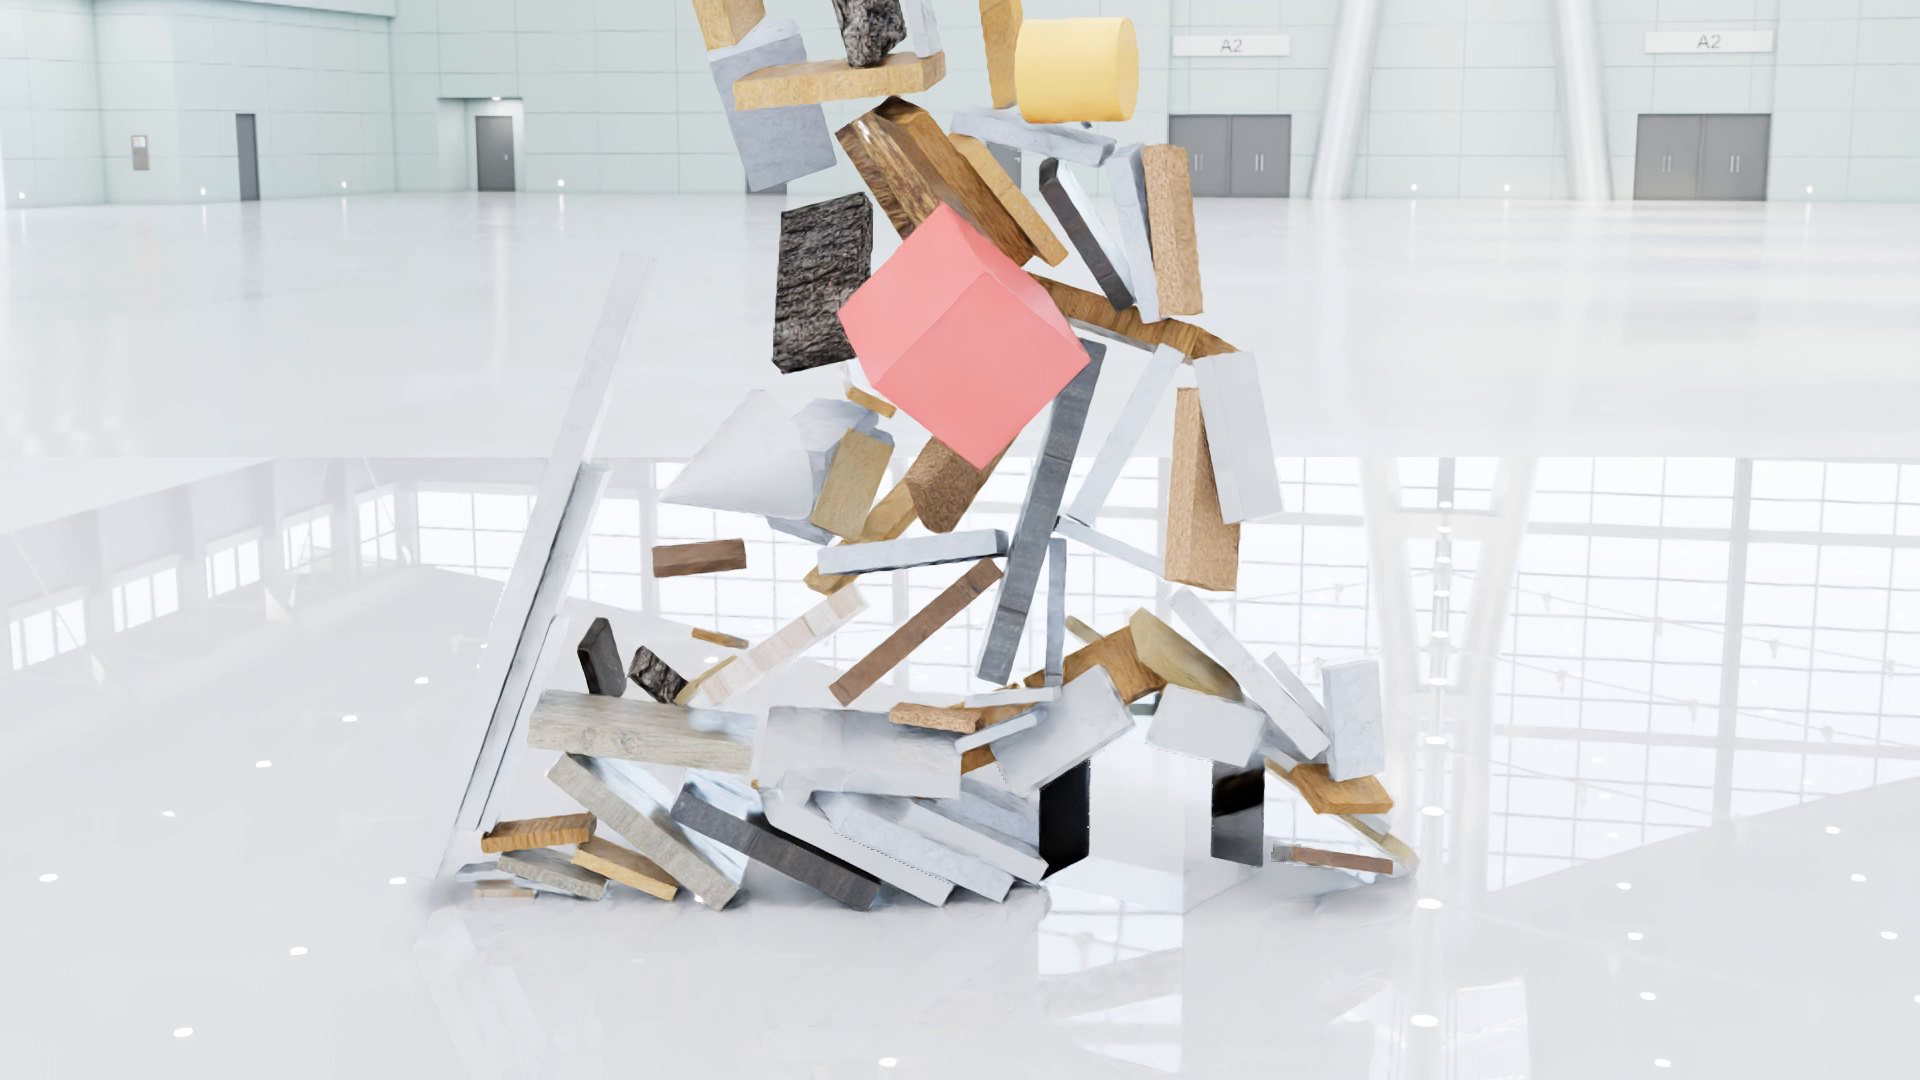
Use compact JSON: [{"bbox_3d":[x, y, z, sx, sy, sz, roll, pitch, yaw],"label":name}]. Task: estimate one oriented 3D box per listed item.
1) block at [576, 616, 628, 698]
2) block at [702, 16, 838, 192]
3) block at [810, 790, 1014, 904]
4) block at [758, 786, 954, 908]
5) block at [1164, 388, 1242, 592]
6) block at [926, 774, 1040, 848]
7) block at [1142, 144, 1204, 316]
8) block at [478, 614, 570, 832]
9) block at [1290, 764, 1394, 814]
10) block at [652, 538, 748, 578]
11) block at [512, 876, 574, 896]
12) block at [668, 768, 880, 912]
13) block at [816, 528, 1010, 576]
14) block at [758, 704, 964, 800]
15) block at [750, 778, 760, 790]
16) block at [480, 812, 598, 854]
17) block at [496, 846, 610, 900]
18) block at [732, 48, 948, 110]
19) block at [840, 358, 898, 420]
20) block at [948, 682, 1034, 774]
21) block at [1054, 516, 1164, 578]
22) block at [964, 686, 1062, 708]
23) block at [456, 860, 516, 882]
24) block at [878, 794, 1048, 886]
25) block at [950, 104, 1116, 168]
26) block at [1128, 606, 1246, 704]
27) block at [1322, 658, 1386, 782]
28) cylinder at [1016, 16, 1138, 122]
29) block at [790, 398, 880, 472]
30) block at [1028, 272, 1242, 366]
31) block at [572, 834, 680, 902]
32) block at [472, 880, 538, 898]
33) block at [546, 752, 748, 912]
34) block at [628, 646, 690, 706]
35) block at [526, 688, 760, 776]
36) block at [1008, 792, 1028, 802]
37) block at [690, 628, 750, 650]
[{"bbox_3d":[-0.607,0.217,3.733,0.023,0.159,0.080,7,43,18],"label":"block"},{"bbox_3d":[-0.325,-0.750,3.807,0.161,0.322,0.046,-18,56,-2],"label":"block"},{"bbox_3d":[-0.079,0.490,3.628,0.324,0.046,0.162,28,4,-24],"label":"block"},{"bbox_3d":[-0.173,0.491,3.631,0.324,0.046,0.162,29,4,-16],"label":"block"},{"bbox_3d":[0.399,-0.079,3.546,0.044,0.309,0.154,0,-8,37],"label":"block"},{"bbox_3d":[0.040,0.452,3.774,0.277,0.039,0.139,27,4,-33],"label":"block"},{"bbox_3d":[0.339,-0.489,3.487,0.037,0.265,0.132,-5,4,21],"label":"block"},{"bbox_3d":[-0.717,0.301,3.621,0.023,0.366,0.080,20,7,-5],"label":"block"},{"bbox_3d":[0.626,0.408,3.605,0.173,0.024,0.086,5,40,-39],"label":"block"},{"bbox_3d":[-0.450,0.031,3.792,0.159,0.023,0.080,-6,26,-7],"label":"block"},{"bbox_3d":[-0.692,0.569,3.671,0.100,0.014,0.050,10,10,-2],"label":"block"},{"bbox_3d":[-0.302,0.488,3.646,0.358,0.051,0.179,27,9,-6],"label":"block"},{"bbox_3d":[-0.074,0.021,3.642,0.296,0.042,0.148,-7,-3,10],"label":"block"},{"bbox_3d":[-0.159,0.346,3.602,0.324,0.046,0.162,4,31,1],"label":"block"},{"bbox_3d":[-0.302,0.471,4.121,0.085,0.024,0.169,9,-1,44],"label":"block"},{"bbox_3d":[-0.699,0.486,3.655,0.177,0.025,0.089,-6,10,0],"label":"block"},{"bbox_3d":[-0.674,0.547,3.664,0.177,0.025,0.089,18,12,-4],"label":"block"},{"bbox_3d":[-0.191,-0.736,3.513,0.310,0.044,0.155,-3,20,14],"label":"block"},{"bbox_3d":[-0.158,-0.263,3.779,0.085,0.024,0.171,25,17,-16],"label":"block"},{"bbox_3d":[0.016,0.331,3.733,0.277,0.039,0.139,-18,32,-26],"label":"block"},{"bbox_3d":[0.243,0.010,3.546,0.192,0.027,0.096,23,2,-2],"label":"block"},{"bbox_3d":[0.086,0.252,3.536,0.143,0.020,0.072,-6,-2,12],"label":"block"},{"bbox_3d":[-0.786,0.552,3.673,0.100,0.014,0.050,-7,10,5],"label":"block"},{"bbox_3d":[0.004,0.484,3.678,0.277,0.039,0.139,28,4,-25],"label":"block"},{"bbox_3d":[0.117,-0.645,3.504,0.245,0.035,0.122,16,19,10],"label":"block"},{"bbox_3d":[0.372,0.209,3.559,0.229,0.032,0.114,36,23,-26],"label":"block"},{"bbox_3d":[0.641,0.292,3.577,0.093,0.185,0.026,-9,9,-22],"label":"block"},{"bbox_3d":[0.182,-0.723,3.388,0.157,0.157,0.157,2,11,17],"label":"cylinder"},{"bbox_3d":[-0.238,-0.183,3.765,0.119,0.034,0.238,8,25,19],"label":"block"},{"bbox_3d":[0.283,-0.359,3.676,0.349,0.049,0.175,22,3,32],"label":"block"},{"bbox_3d":[-0.553,0.544,3.665,0.177,0.025,0.089,22,10,-4],"label":"block"},{"bbox_3d":[-0.758,0.582,3.673,0.100,0.014,0.050,0,11,1],"label":"block"},{"bbox_3d":[-0.514,0.458,3.645,0.358,0.051,0.179,39,8,-6],"label":"block"},{"bbox_3d":[-0.508,0.239,3.725,0.017,0.121,0.060,-21,39,35],"label":"block"},{"bbox_3d":[-0.517,0.314,3.622,0.358,0.051,0.179,8,11,-2],"label":"block"},{"bbox_3d":[0.036,0.496,3.929,0.169,0.085,0.024,-2,23,-6],"label":"block"},{"bbox_3d":[-0.415,0.171,3.808,0.060,0.017,0.121,15,-2,16],"label":"block"}]
